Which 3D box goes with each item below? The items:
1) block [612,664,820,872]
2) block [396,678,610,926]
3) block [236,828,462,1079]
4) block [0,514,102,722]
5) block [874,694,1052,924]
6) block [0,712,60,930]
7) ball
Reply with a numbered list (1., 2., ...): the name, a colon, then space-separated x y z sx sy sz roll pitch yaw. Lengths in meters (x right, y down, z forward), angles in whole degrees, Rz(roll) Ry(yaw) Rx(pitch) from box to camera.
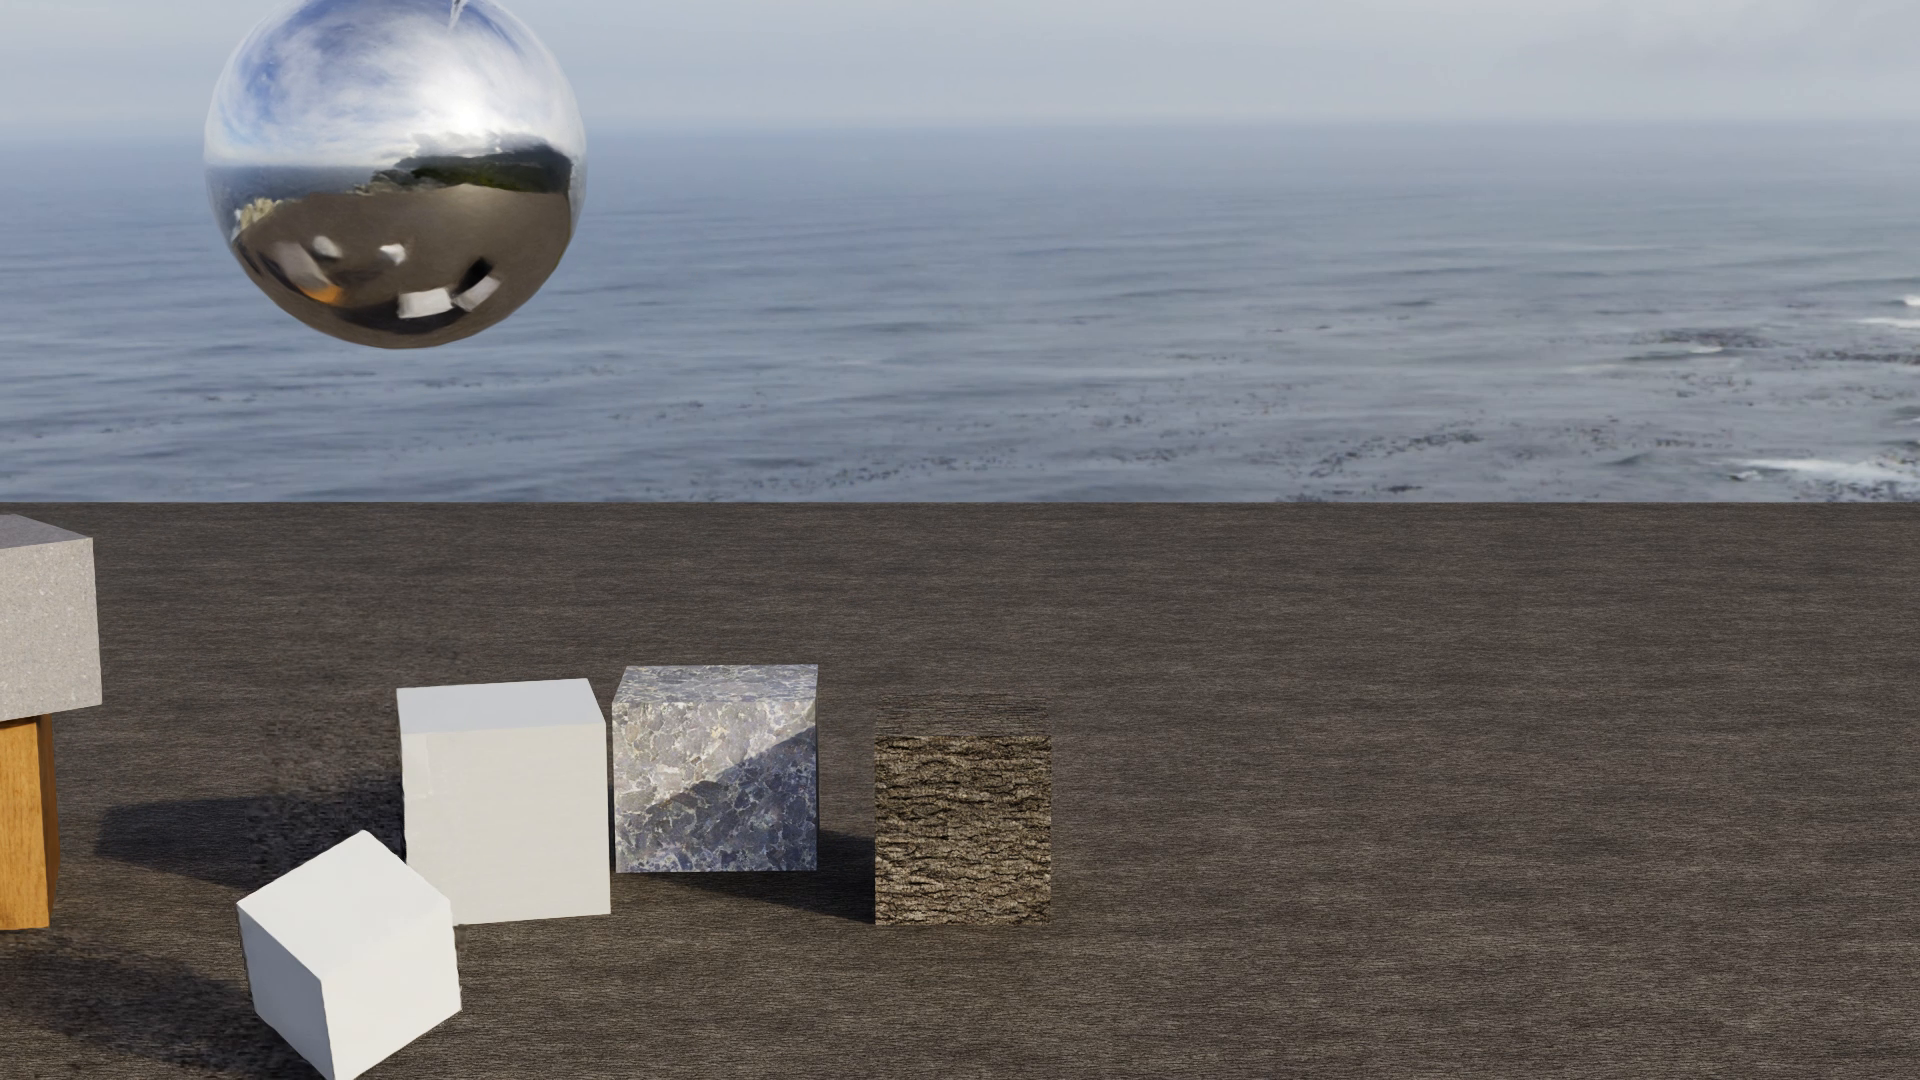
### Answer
1. block: -1.098 1.032 11.722 0.892 0.776 0.719 0 10 -2
2. block: -1.982 1.119 11.087 0.836 0.832 0.824 -2 11 -13
3. block: -2.162 1.481 9.109 0.502 0.550 0.539 32 45 32
4. block: -4.102 0.332 10.511 0.836 0.696 0.781 -9 14 -41
5. block: 0.011 1.142 11.016 0.730 0.812 0.743 0 10 0
6. block: -4.342 1.084 10.961 0.845 0.945 0.981 -3 11 -16
7. ball: -2.384 -1.609 10.888 1.600 1.600 1.600 0 10 0
